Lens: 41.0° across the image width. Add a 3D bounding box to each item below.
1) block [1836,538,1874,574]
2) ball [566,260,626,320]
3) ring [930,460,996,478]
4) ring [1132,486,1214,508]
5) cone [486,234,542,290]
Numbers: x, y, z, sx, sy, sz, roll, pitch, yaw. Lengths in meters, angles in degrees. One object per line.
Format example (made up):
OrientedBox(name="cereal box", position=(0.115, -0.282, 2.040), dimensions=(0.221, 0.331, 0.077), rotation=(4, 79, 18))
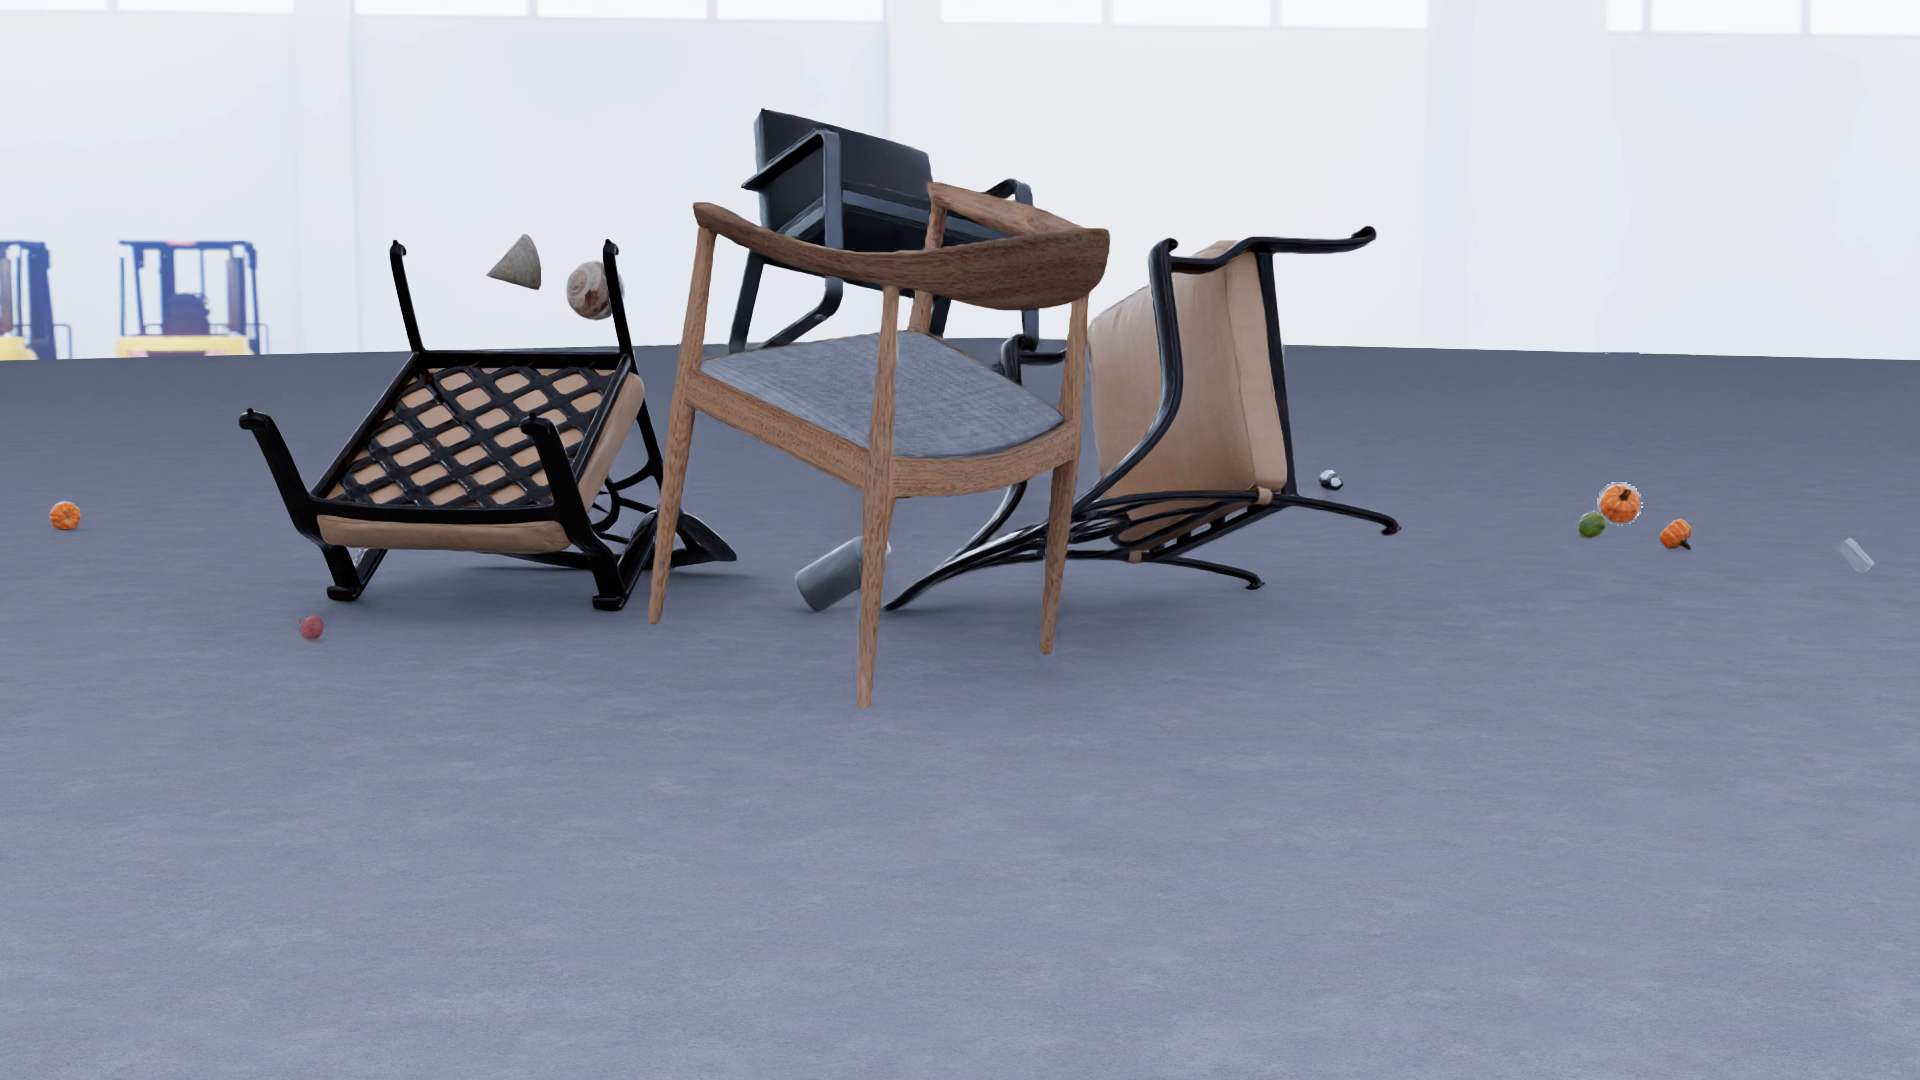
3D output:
OrientedBox(name="block", position=(1.982, 0.036, 5.675), dimensions=(0.033, 0.078, 0.028), rotation=(-22, -23, -50))
OrientedBox(name="ball", position=(-1.065, -0.729, 7.494), dimensions=(0.172, 0.172, 0.172), rotation=(0, 6, 0))
OrientedBox(name="ring", position=(0.012, -0.232, 8.444), dimensions=(0.211, 0.046, 0.230), rotation=(-3, 7, -35))
OrientedBox(name="ring", position=(0.610, -0.122, 7.357), dimensions=(0.242, 0.051, 0.222), rotation=(-4, 8, -28))
OrientedBox(name="cone", position=(-1.209, -0.725, 6.859), dimensions=(0.081, 0.156, 0.159), rotation=(5, 21, 41))
